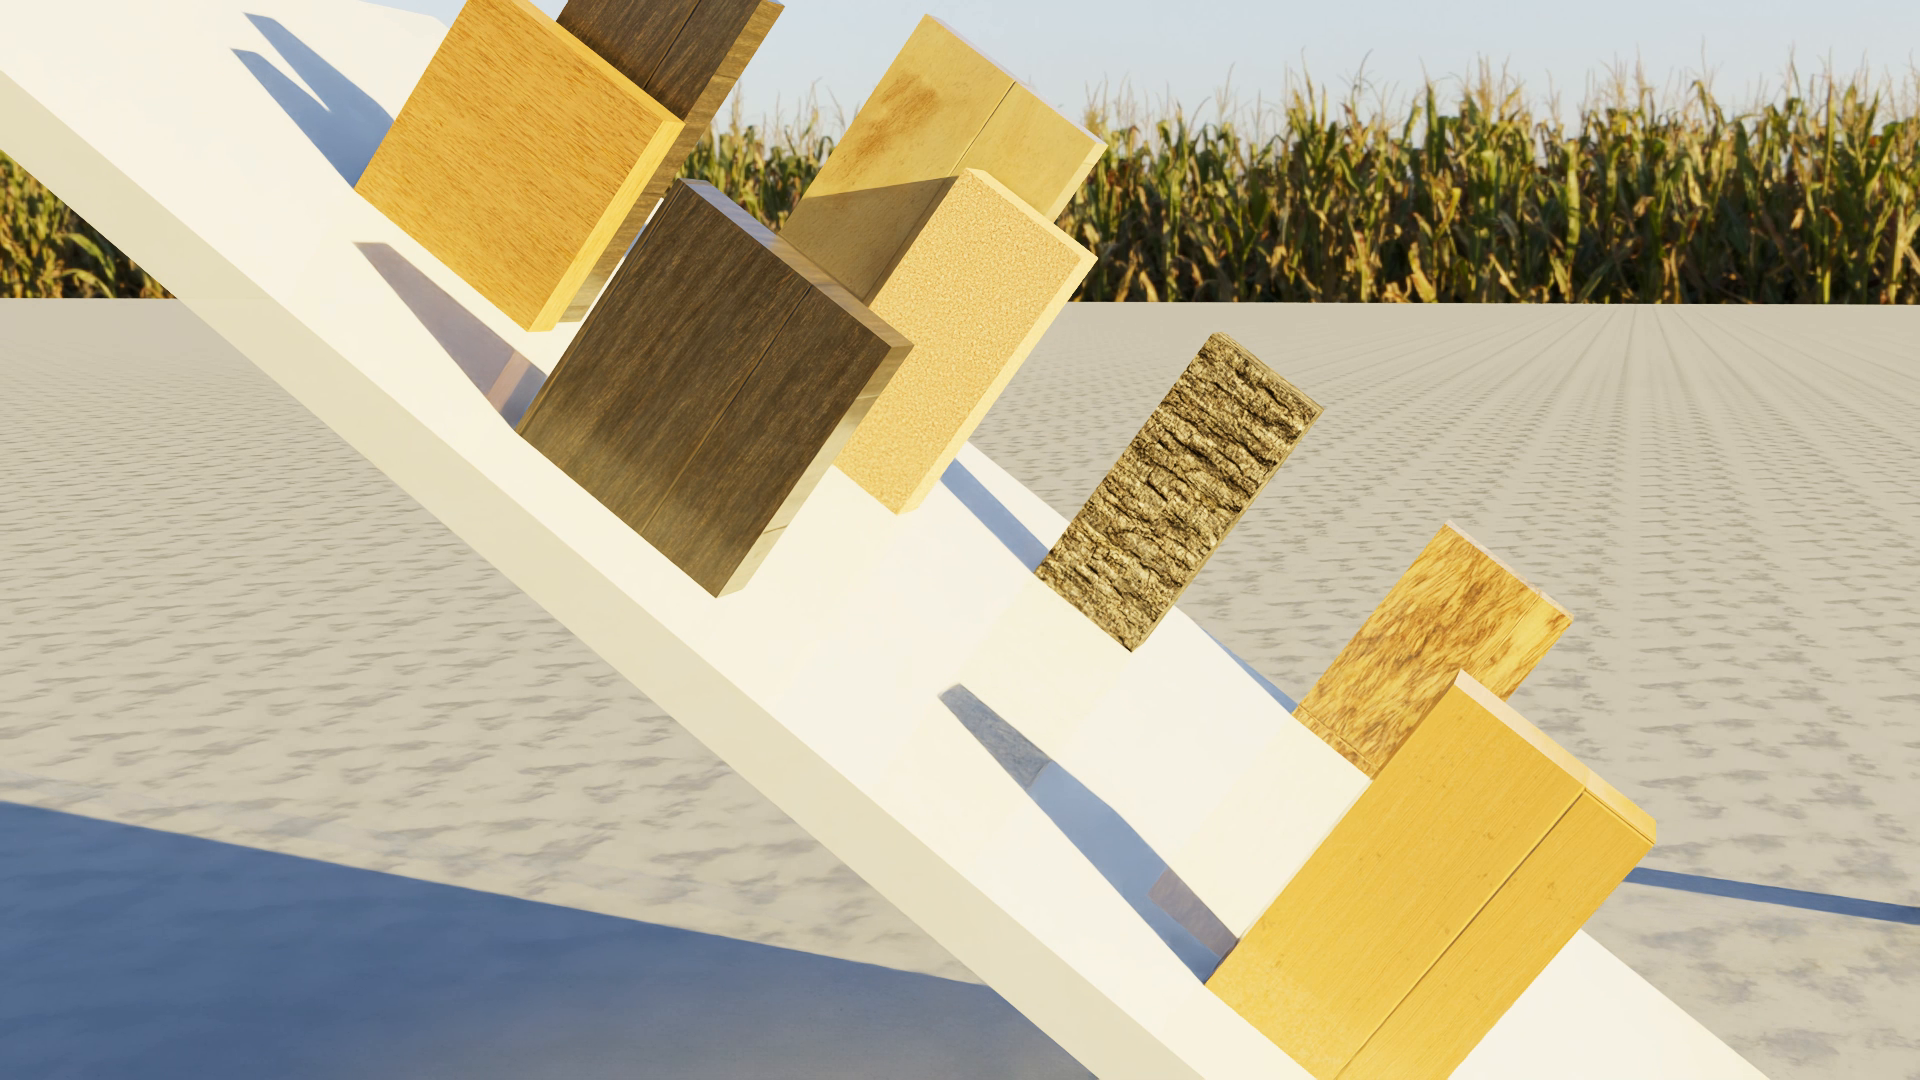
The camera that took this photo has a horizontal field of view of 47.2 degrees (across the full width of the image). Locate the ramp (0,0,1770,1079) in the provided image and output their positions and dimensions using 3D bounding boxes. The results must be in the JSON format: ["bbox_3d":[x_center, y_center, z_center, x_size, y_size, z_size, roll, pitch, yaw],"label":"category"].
[{"bbox_3d":[-0.061,0.122,4.068,4.000,0.100,2.000,39,16,9],"label":"ramp"}]

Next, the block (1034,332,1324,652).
[{"bbox_3d":[0.438,-0.096,4.432,0.257,0.611,0.121,39,16,9],"label":"block"}]

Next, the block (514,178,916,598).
[{"bbox_3d":[-0.378,-0.231,3.348,0.417,0.475,0.108,39,16,9],"label":"block"}]

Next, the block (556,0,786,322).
[{"bbox_3d":[-0.634,-0.757,3.928,0.301,0.689,0.107,39,16,9],"label":"block"}]

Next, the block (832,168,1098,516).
[{"bbox_3d":[-0.037,-0.379,4.240,0.282,0.614,0.126,39,16,9],"label":"block"}]

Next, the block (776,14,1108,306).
[{"bbox_3d":[-0.112,-0.589,4.374,0.425,0.784,0.097,39,16,9],"label":"block"}]

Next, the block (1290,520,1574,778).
[{"bbox_3d":[1.012,0.270,4.727,0.331,0.535,0.089,39,16,9],"label":"block"}]

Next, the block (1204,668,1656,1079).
[{"bbox_3d":[0.676,0.528,3.184,0.345,0.584,0.127,39,16,9],"label":"block"}]

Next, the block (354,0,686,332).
[{"bbox_3d":[-0.772,-0.668,3.835,0.418,0.444,0.091,39,16,9],"label":"block"}]
